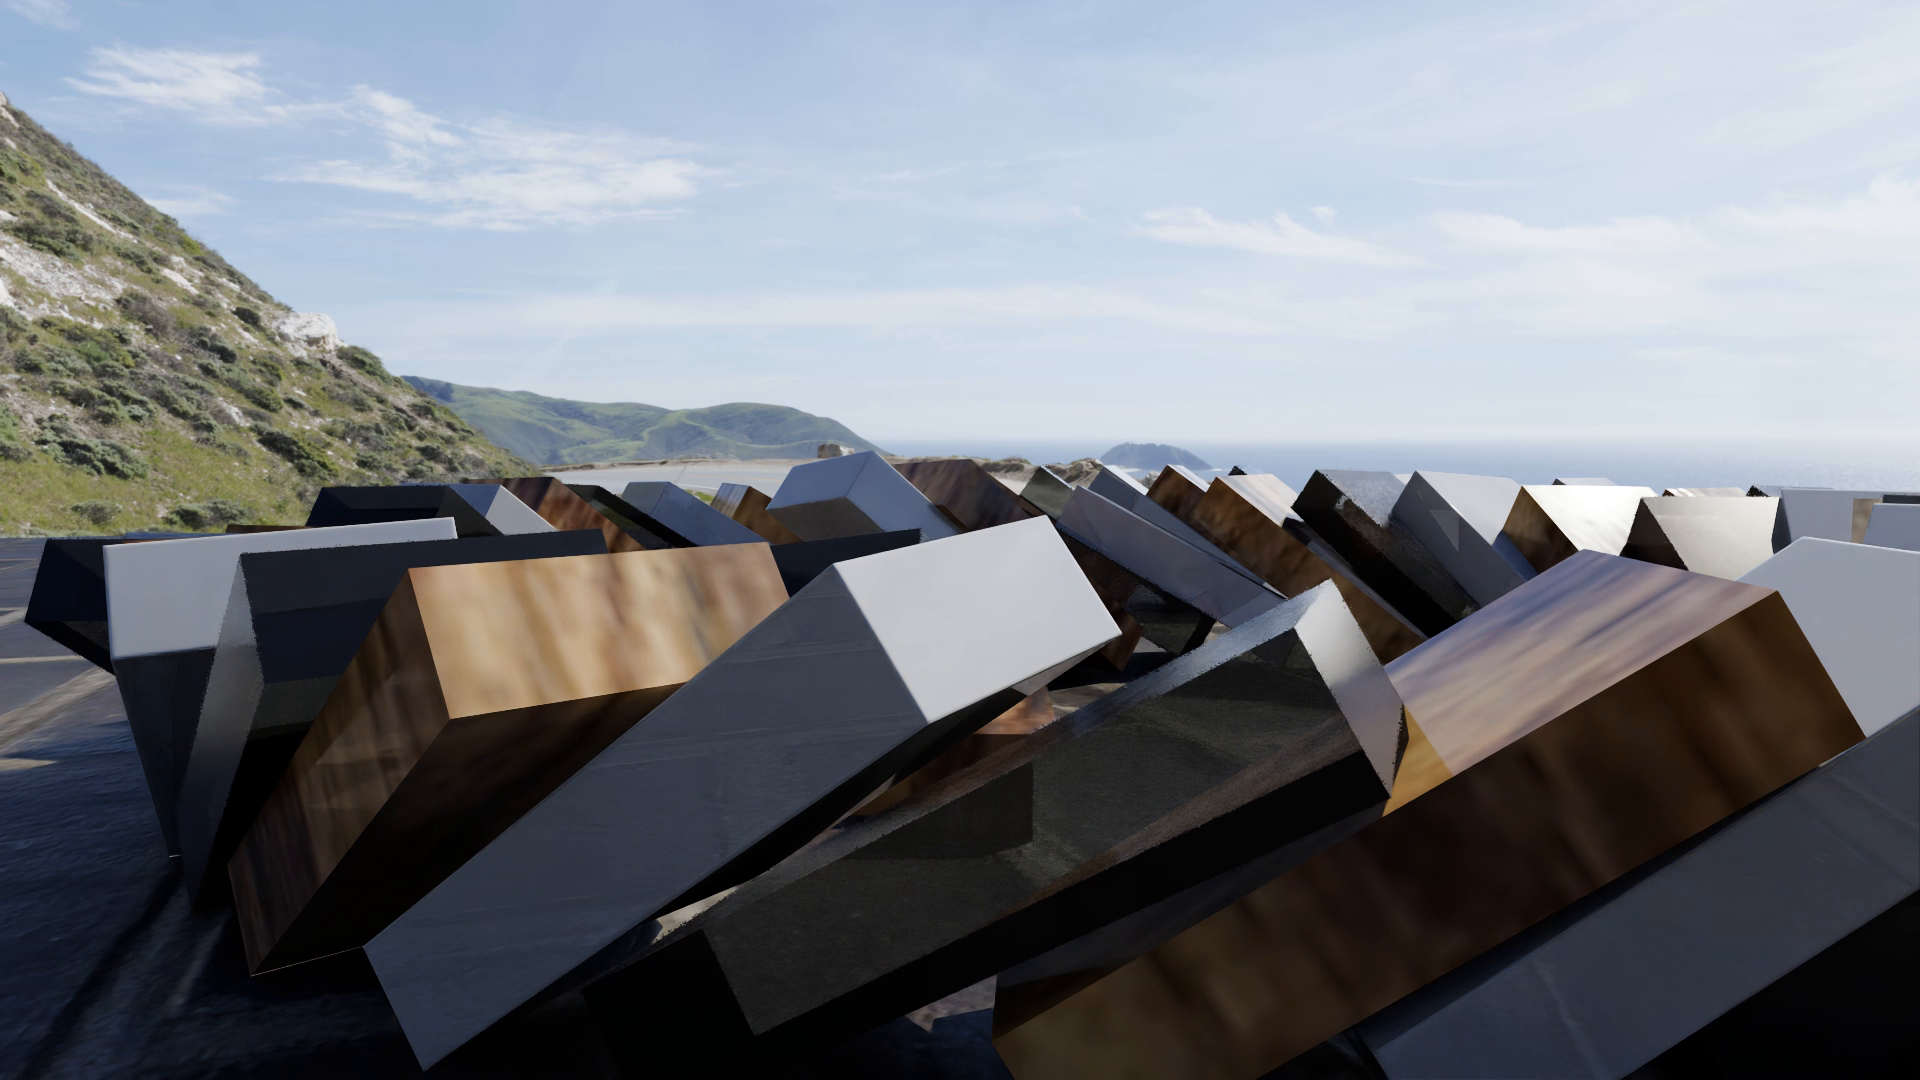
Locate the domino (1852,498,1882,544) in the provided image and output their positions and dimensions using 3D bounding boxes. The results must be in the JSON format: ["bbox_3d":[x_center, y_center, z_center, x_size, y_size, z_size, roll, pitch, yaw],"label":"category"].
[{"bbox_3d":[0.116,0.014,0.146,0.025,0.009,0.050,3,39,35],"label":"domino"}]

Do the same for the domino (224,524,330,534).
[{"bbox_3d":[-0.092,0.012,0.208,0.025,0.009,0.050,1,-22,15],"label":"domino"}]

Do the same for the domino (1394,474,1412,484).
[{"bbox_3d":[0.128,0.001,0.315,0.050,0.009,0.025,41,27,29],"label":"domino"}]

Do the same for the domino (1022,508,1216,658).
[{"bbox_3d":[0.024,0.006,0.251,0.050,0.009,0.025,30,1,1],"label":"domino"}]

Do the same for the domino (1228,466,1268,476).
[{"bbox_3d":[0.092,-0.001,0.332,0.050,0.010,0.025,40,19,21],"label":"domino"}]

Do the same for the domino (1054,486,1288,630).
[{"bbox_3d":[0.045,0.006,0.254,0.050,0.010,0.025,30,6,16],"label":"domino"}]

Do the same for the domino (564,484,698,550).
[{"bbox_3d":[-0.067,0.004,0.283,0.050,0.009,0.025,36,-19,-35],"label":"domino"}]

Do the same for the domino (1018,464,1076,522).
[{"bbox_3d":[0.039,-0.001,0.338,0.050,0.009,0.025,36,6,1],"label":"domino"}]

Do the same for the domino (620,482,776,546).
[{"bbox_3d":[-0.053,0.003,0.297,0.050,0.009,0.025,33,-16,-30],"label":"domino"}]

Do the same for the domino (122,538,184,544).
[{"bbox_3d":[-0.073,0.015,0.140,0.025,0.009,0.050,-3,-26,-28],"label":"domino"}]

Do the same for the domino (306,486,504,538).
[{"bbox_3d":[-0.088,0.008,0.227,0.025,0.010,0.050,0,-29,18],"label":"domino"}]

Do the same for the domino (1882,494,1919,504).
[{"bbox_3d":[0.107,0.014,0.131,0.025,0.010,0.050,5,41,39],"label":"domino"}]

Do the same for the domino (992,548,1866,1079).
[{"bbox_3d":[0.026,0.019,0.084,0.050,0.010,0.025,-32,2,6],"label":"domino"}]

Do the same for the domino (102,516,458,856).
[{"bbox_3d":[-0.062,0.015,0.121,0.025,0.009,0.050,-6,-26,-30],"label":"domino"}]

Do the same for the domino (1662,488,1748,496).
[{"bbox_3d":[0.177,0.006,0.275,0.025,0.009,0.050,-2,34,-25],"label":"domino"}]

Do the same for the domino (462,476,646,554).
[{"bbox_3d":[-0.077,0.005,0.262,0.025,0.010,0.050,0,-30,30],"label":"domino"}]

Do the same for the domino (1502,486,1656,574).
[{"bbox_3d":[0.113,0.009,0.208,0.025,0.009,0.050,0,37,-11],"label":"domino"}]

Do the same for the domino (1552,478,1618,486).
[{"bbox_3d":[0.160,0.003,0.292,0.025,0.010,0.050,-3,37,-39],"label":"domino"}]

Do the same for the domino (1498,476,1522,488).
[{"bbox_3d":[0.144,0.003,0.304,0.025,0.010,0.050,-5,38,-48],"label":"domino"}]

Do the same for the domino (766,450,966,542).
[{"bbox_3d":[-0.007,0.005,0.222,0.050,0.009,0.025,42,-27,-28],"label":"domino"}]

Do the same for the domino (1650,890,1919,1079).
[{"bbox_3d":[0.065,0.018,0.090,0.050,0.009,0.025,-33,8,-4],"label":"domino"}]

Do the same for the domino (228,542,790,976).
[{"bbox_3d":[-0.035,0.018,0.097,0.025,0.010,0.050,-5,-27,-44],"label":"domino"}]

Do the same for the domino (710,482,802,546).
[{"bbox_3d":[-0.035,0.003,0.310,0.050,0.010,0.025,31,-9,-23],"label":"domino"}]

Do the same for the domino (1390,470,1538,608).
[{"bbox_3d":[0.102,0.007,0.228,0.025,0.010,0.050,2,37,-26],"label":"domino"}]

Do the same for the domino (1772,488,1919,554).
[{"bbox_3d":[0.122,0.012,0.165,0.025,0.009,0.050,3,39,24],"label":"domino"}]

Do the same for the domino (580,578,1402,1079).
[{"bbox_3d":[0.003,0.020,0.084,0.050,0.009,0.025,-31,-7,20],"label":"domino"}]

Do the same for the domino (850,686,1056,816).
[{"bbox_3d":[-0.001,0.025,0.172,0.025,0.010,0.050,0,4,1],"label":"domino"}]

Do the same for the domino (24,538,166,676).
[{"bbox_3d":[-0.088,0.014,0.161,0.025,0.009,0.050,0,-24,-5],"label":"domino"}]

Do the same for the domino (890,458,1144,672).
[{"bbox_3d":[0.008,0.005,0.231,0.050,0.010,0.025,43,-24,-29],"label":"domino"}]

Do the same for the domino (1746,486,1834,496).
[{"bbox_3d":[0.186,0.006,0.259,0.025,0.010,0.050,0,33,-22],"label":"domino"}]

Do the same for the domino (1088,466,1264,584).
[{"bbox_3d":[0.057,-0.001,0.339,0.050,0.009,0.025,37,11,8],"label":"domino"}]

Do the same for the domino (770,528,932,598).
[{"bbox_3d":[-0.009,0.012,0.194,0.025,0.009,0.050,-7,-21,19],"label":"domino"}]

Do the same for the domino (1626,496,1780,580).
[{"bbox_3d":[0.120,0.012,0.187,0.025,0.010,0.050,0,36,5],"label":"domino"}]

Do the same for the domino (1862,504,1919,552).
[{"bbox_3d":[0.095,0.016,0.117,0.025,0.010,0.050,4,40,43],"label":"domino"}]

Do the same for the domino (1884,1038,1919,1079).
[{"bbox_3d":[0.081,0.018,0.094,0.050,0.009,0.025,-33,8,-4],"label":"domino"}]

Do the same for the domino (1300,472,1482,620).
[{"bbox_3d":[0.111,0.001,0.323,0.050,0.010,0.025,38,22,23],"label":"domino"}]

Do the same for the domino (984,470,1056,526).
[{"bbox_3d":[0.021,-0.001,0.334,0.050,0.010,0.025,36,0,-7],"label":"domino"}]

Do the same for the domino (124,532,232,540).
[{"bbox_3d":[-0.092,0.013,0.184,0.025,0.010,0.050,0,-23,7],"label":"domino"}]

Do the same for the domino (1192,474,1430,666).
[{"bbox_3d":[0.071,0.006,0.248,0.050,0.010,0.025,43,28,28],"label":"domino"}]

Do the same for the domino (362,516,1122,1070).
[{"bbox_3d":[-0.015,0.017,0.087,0.050,0.009,0.025,-38,-12,28],"label":"domino"}]

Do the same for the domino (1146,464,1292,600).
[{"bbox_3d":[0.074,-0.001,0.336,0.050,0.009,0.025,38,13,14],"label":"domino"}]

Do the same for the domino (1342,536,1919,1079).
[{"bbox_3d":[0.046,0.018,0.086,0.050,0.010,0.025,-33,7,0],"label":"domino"}]

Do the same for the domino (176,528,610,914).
[{"bbox_3d":[-0.049,0.016,0.108,0.025,0.009,0.050,-5,-26,-38],"label":"domino"}]

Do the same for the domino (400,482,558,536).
[{"bbox_3d":[-0.083,0.006,0.246,0.025,0.010,0.050,2,-29,27],"label":"domino"}]

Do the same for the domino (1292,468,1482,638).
[{"bbox_3d":[0.088,0.006,0.240,0.025,0.010,0.050,-1,39,-39],"label":"domino"}]
